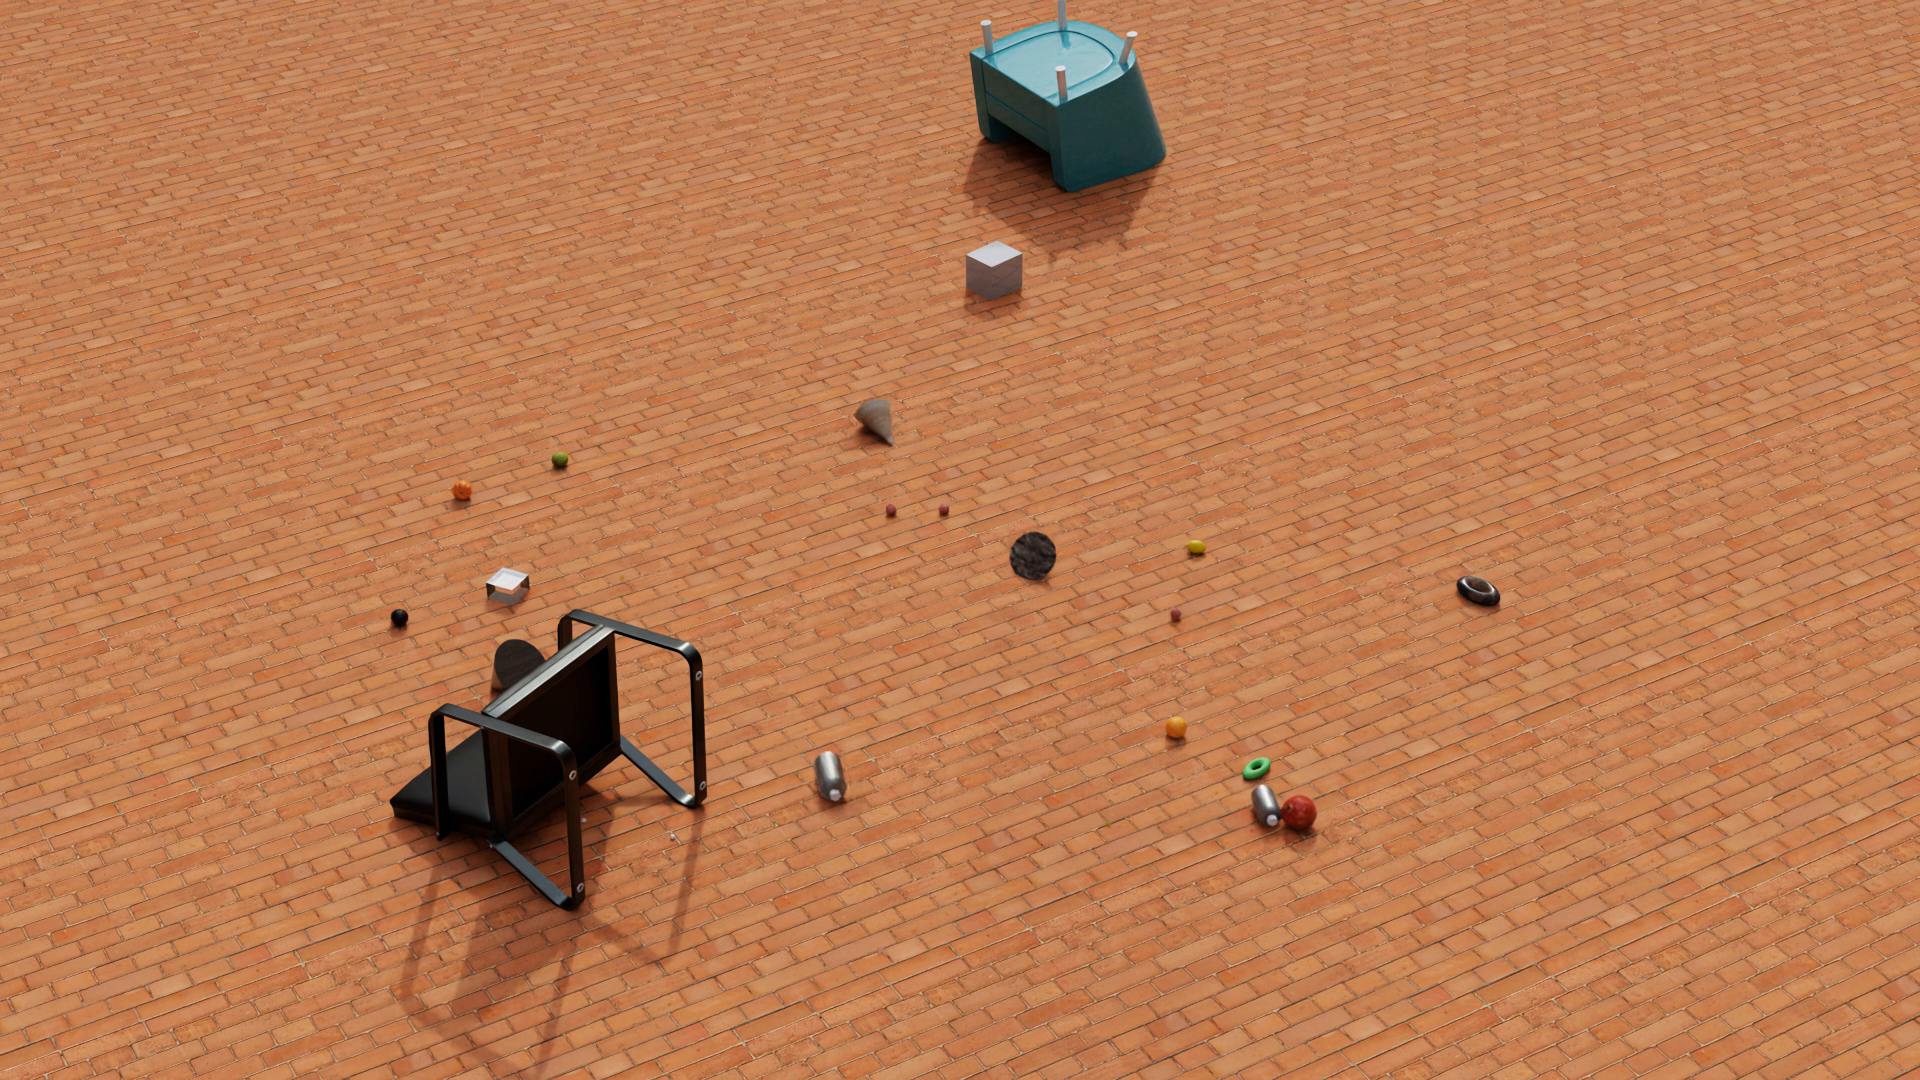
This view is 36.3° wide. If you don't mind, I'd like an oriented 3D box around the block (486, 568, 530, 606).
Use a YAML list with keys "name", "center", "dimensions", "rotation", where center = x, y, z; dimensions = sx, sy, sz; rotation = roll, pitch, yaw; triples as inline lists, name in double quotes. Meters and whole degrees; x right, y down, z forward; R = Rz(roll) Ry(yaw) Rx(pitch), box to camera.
- name: "block"
  center: [-1.638, 0.168, 10.629]
  dimensions: [0.111, 0.067, 0.110]
  rotation: [15, 36, 21]

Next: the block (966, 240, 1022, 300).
- name: "block"
  center: [0.146, -1.153, 12.547]
  dimensions: [0.184, 0.162, 0.157]
  rotation: [-28, 42, -35]

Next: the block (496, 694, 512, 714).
- name: "block"
  center: [-1.566, 0.565, 10.062]
  dimensions: [0.045, 0.027, 0.076]
  rotation: [1, 33, 1]

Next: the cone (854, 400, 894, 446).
- name: "cone"
  center: [-0.305, -0.437, 11.550]
  dimensions: [0.161, 0.130, 0.201]
  rotation: [1, 46, -41]

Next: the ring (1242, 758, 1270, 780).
- name: "ring"
  center: [0.988, 0.761, 9.762]
  dimensions: [0.066, 0.031, 0.126]
  rotation: [29, 43, 34]

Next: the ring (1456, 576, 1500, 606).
- name: "ring"
  center: [1.878, 0.185, 10.620]
  dimensions: [0.110, 0.050, 0.184]
  rotation: [-28, 43, -34]

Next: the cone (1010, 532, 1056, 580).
- name: "cone"
  center: [0.286, 0.068, 10.782]
  dimensions: [0.185, 0.178, 0.097]
  rotation: [29, 0, 26]

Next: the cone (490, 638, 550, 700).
- name: "cone"
  center: [-1.568, 0.478, 10.132]
  dimensions: [0.156, 0.226, 0.291]
  rotation: [-29, -2, 27]
